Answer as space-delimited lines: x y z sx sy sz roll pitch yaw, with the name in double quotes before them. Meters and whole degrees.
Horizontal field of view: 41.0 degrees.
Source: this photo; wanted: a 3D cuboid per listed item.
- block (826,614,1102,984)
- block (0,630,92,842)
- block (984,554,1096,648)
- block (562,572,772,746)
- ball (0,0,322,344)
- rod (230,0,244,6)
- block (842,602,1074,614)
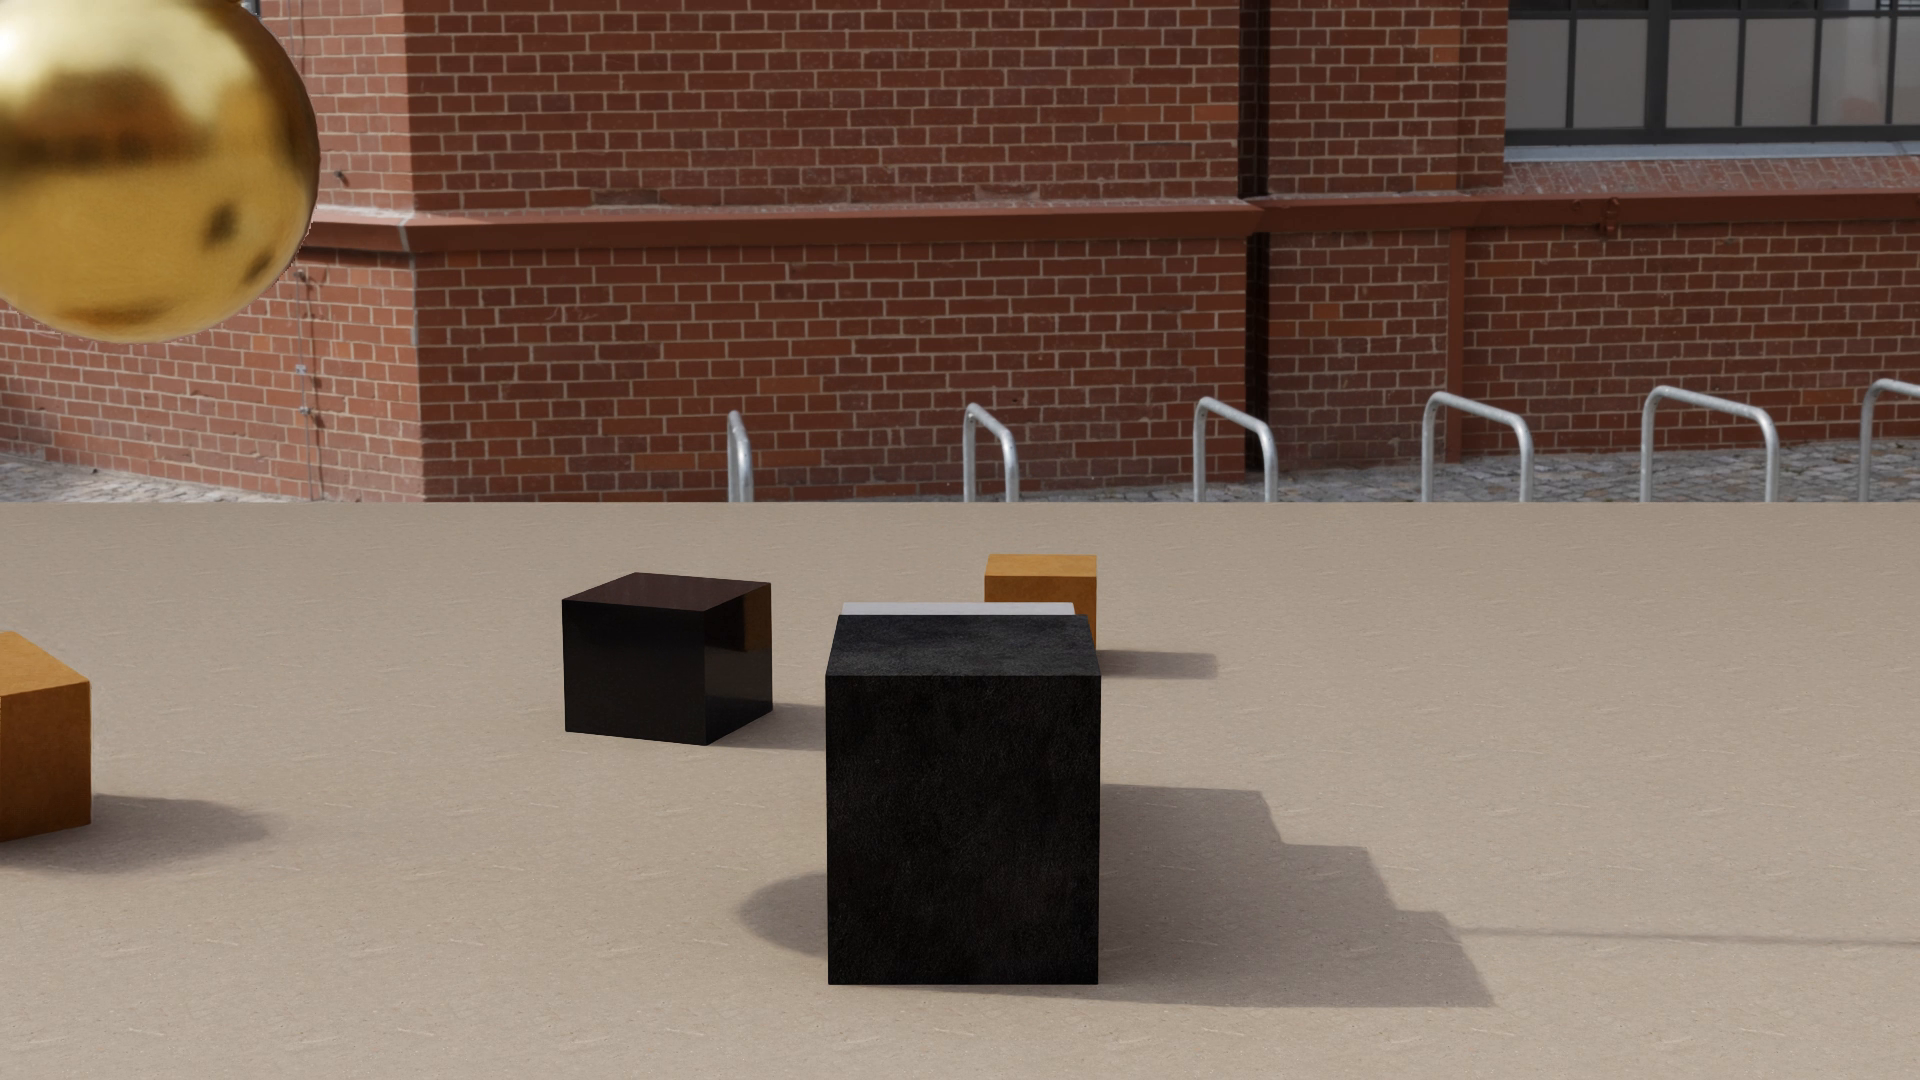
"block" 0.012 1.027 10.454 1.054 1.239 1.119 0 10 0
"block" -4.668 0.945 12.083 0.807 0.718 0.842 -10 21 -42
"block" 0.491 0.442 15.473 0.660 0.594 0.688 1 10 3
"block" -1.590 0.636 14.033 0.848 0.729 0.827 4 11 21
"ball" -3.535 -1.633 10.883 1.600 1.600 1.600 0 10 0
"rod" -1.532 -4.336 10.392 0.080 5.200 0.080 36 8 -6
"block" -0.008 0.911 11.469 1.054 1.104 0.898 0 10 0
